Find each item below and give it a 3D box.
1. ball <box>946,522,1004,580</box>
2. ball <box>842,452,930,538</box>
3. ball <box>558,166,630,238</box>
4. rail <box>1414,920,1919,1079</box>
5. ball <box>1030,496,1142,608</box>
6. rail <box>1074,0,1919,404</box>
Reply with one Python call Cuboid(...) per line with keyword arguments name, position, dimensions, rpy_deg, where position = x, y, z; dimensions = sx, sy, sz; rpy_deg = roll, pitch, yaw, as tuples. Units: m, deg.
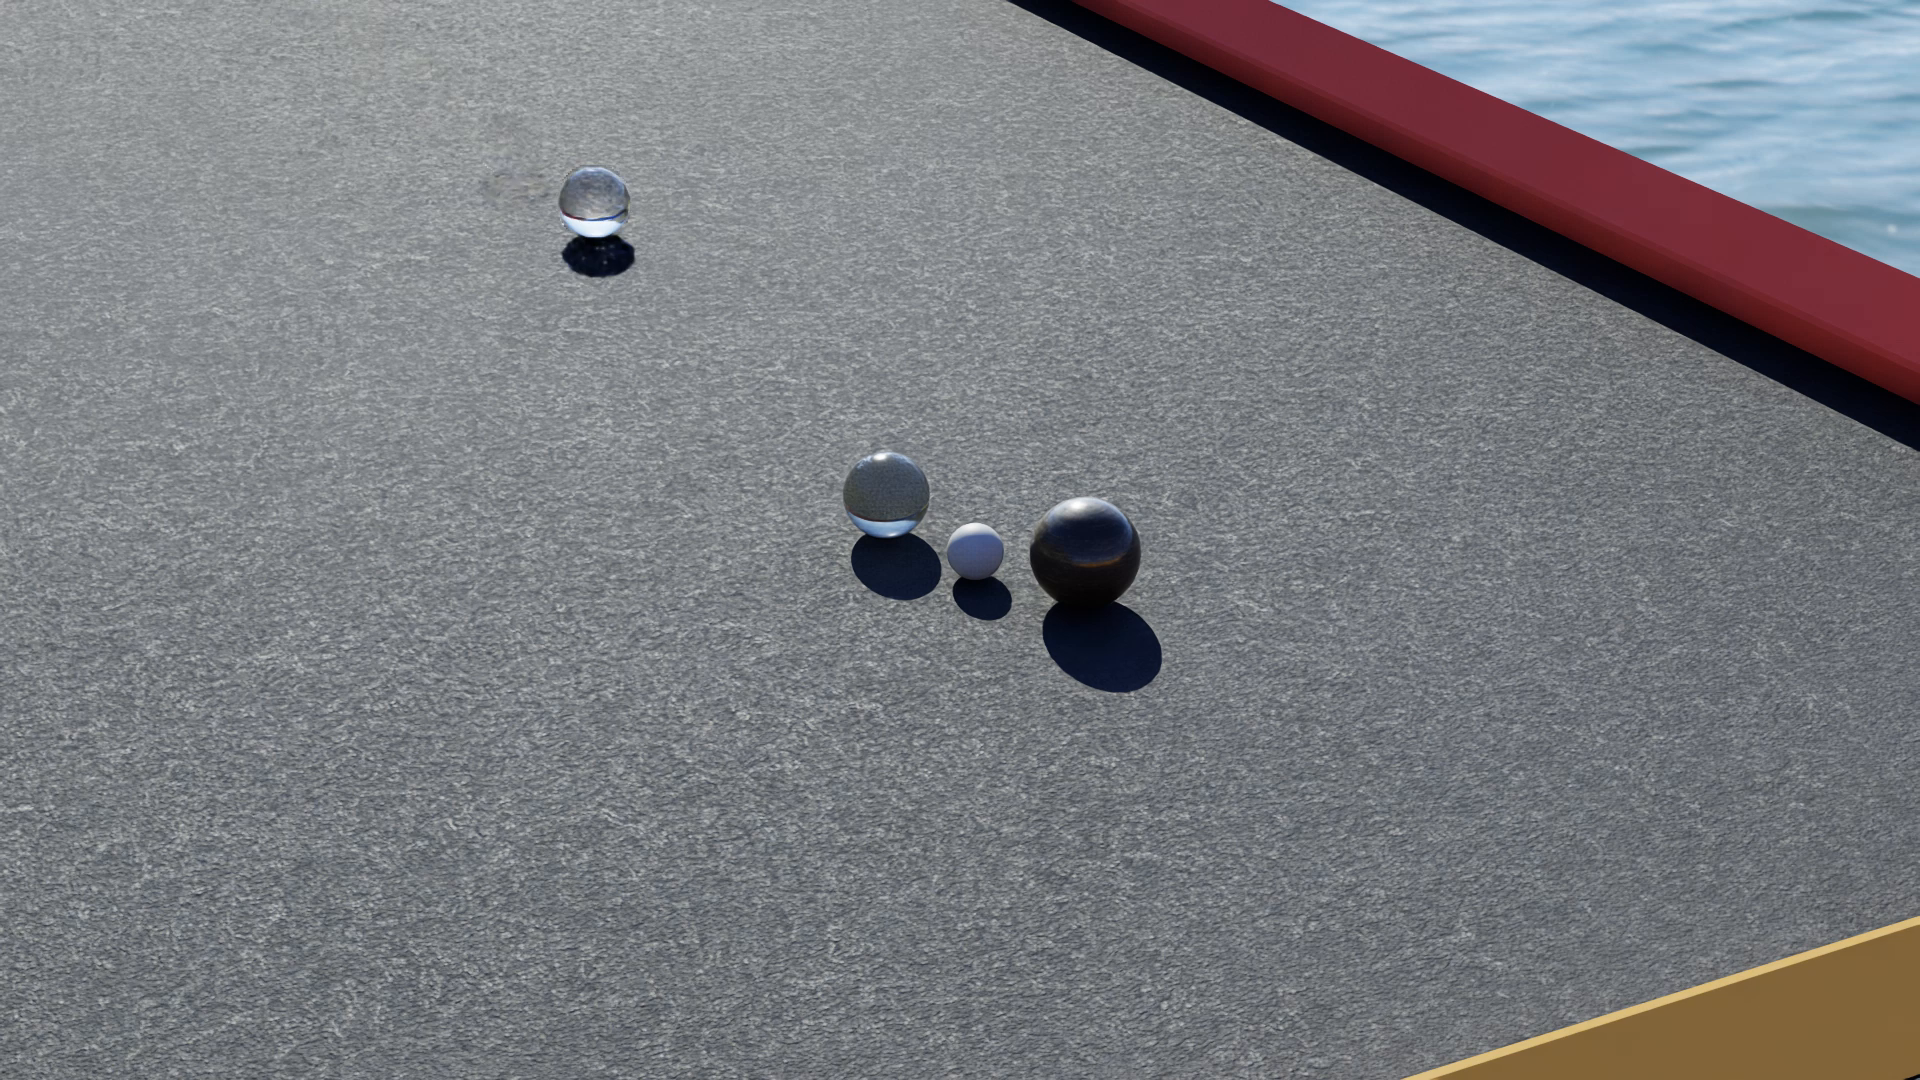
Cuboid(name="ball", position=(0.011, 0.008, 2.128), dimensions=(0.041, 0.041, 0.041), rpy_deg=(0, 25, 0))
Cuboid(name="ball", position=(-0.055, -0.033, 2.190), dimensions=(0.065, 0.065, 0.065), rpy_deg=(0, 25, 0))
Cuboid(name="ball", position=(-0.349, -0.322, 2.809), dimensions=(0.068, 0.068, 0.068), rpy_deg=(0, 25, 0))
Cuboid(name="rail", position=(0.340, 0.266, 1.498), dimensions=(1.724, 0.103, 0.045), rpy_deg=(-12, 27, -24))
Cuboid(name="ball", position=(0.089, 0.009, 2.082), dimensions=(0.079, 0.079, 0.079), rpy_deg=(0, 25, 0))
Cuboid(name="rail", position=(0.399, -0.472, 3.087), dimensions=(0.045, 0.103, 3.128), rpy_deg=(-12, 27, -24))
